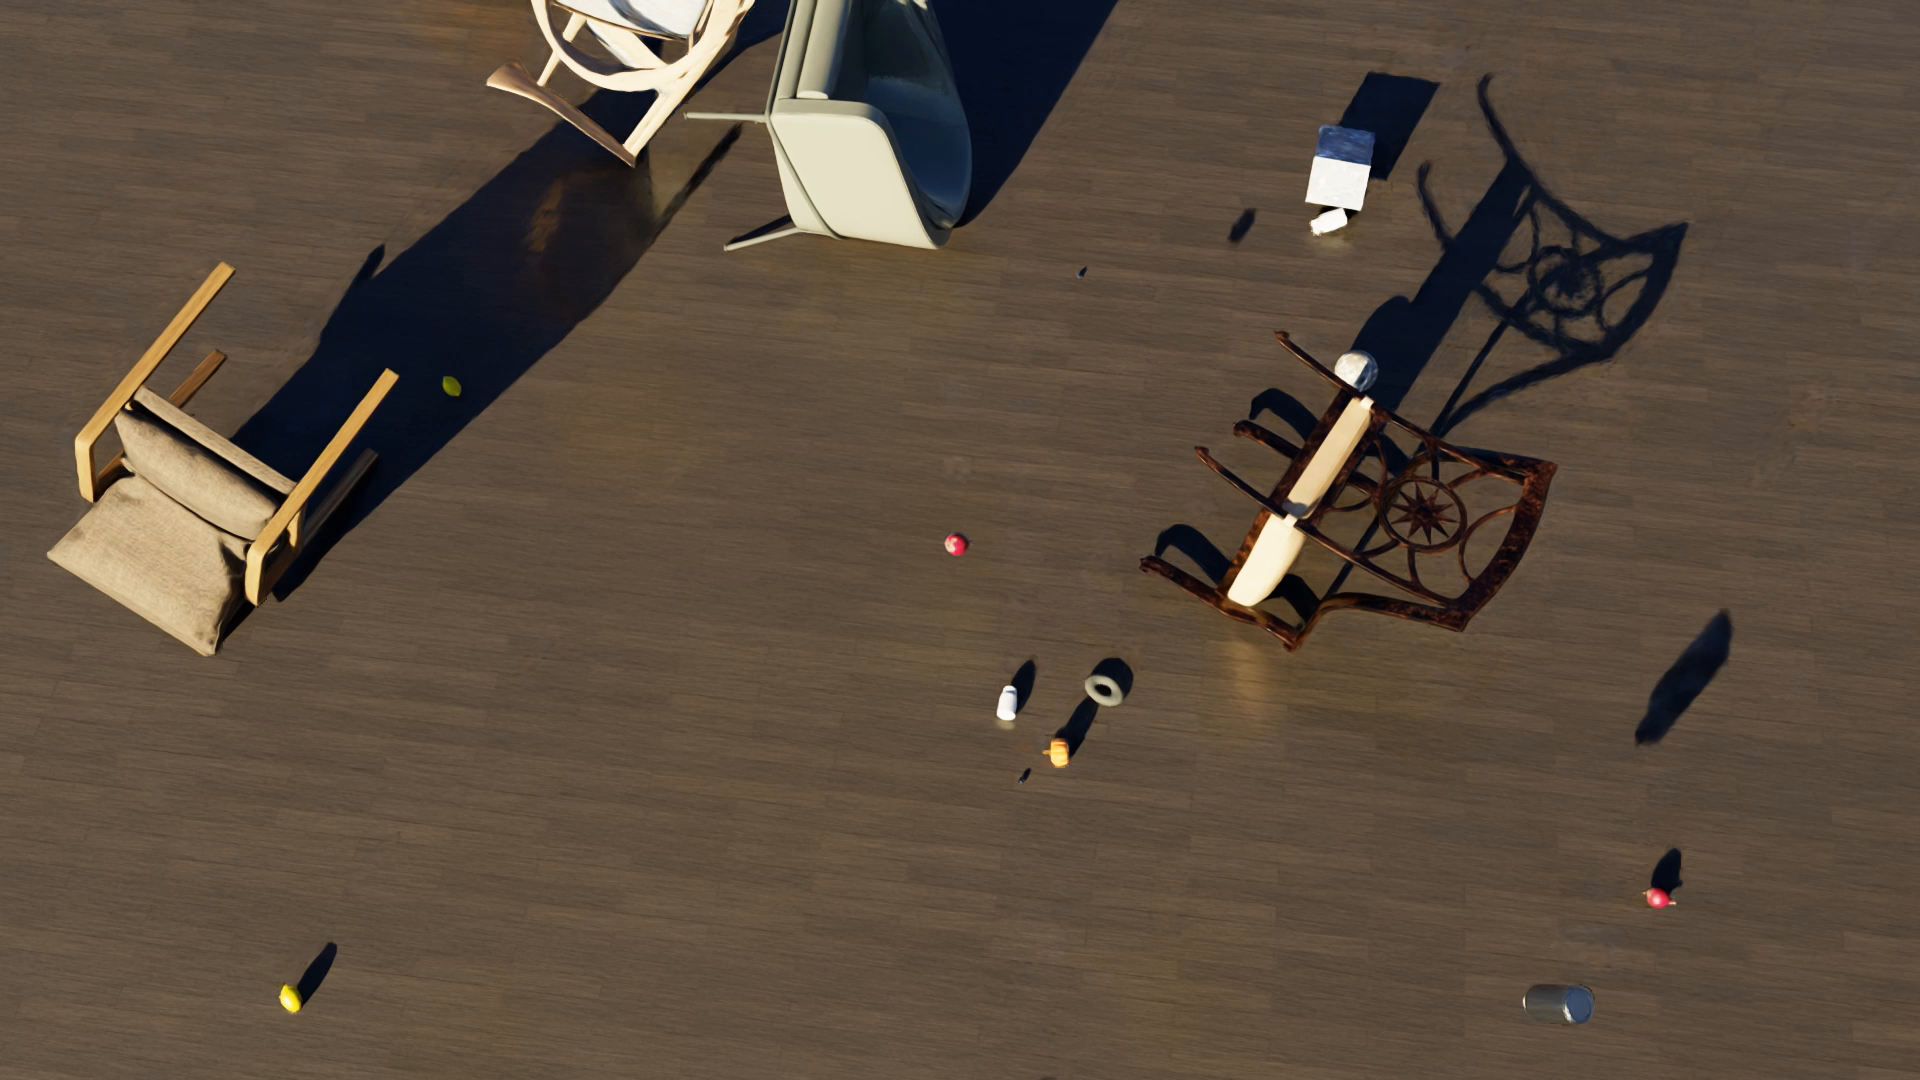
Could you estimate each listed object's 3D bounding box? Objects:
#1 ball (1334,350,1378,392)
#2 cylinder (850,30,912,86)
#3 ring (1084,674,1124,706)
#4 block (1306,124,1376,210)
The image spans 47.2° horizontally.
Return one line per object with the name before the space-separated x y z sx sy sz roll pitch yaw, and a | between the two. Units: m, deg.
ball | 1.234 -0.526 6.846 0.134 0.134 0.134 0 56 0
cylinder | -0.272 -1.665 7.596 0.148 0.128 0.180 29 42 11
ring | 0.412 0.427 6.269 0.122 0.029 0.089 33 64 18
block | 1.258 -1.232 7.259 0.183 0.163 0.247 11 38 7
